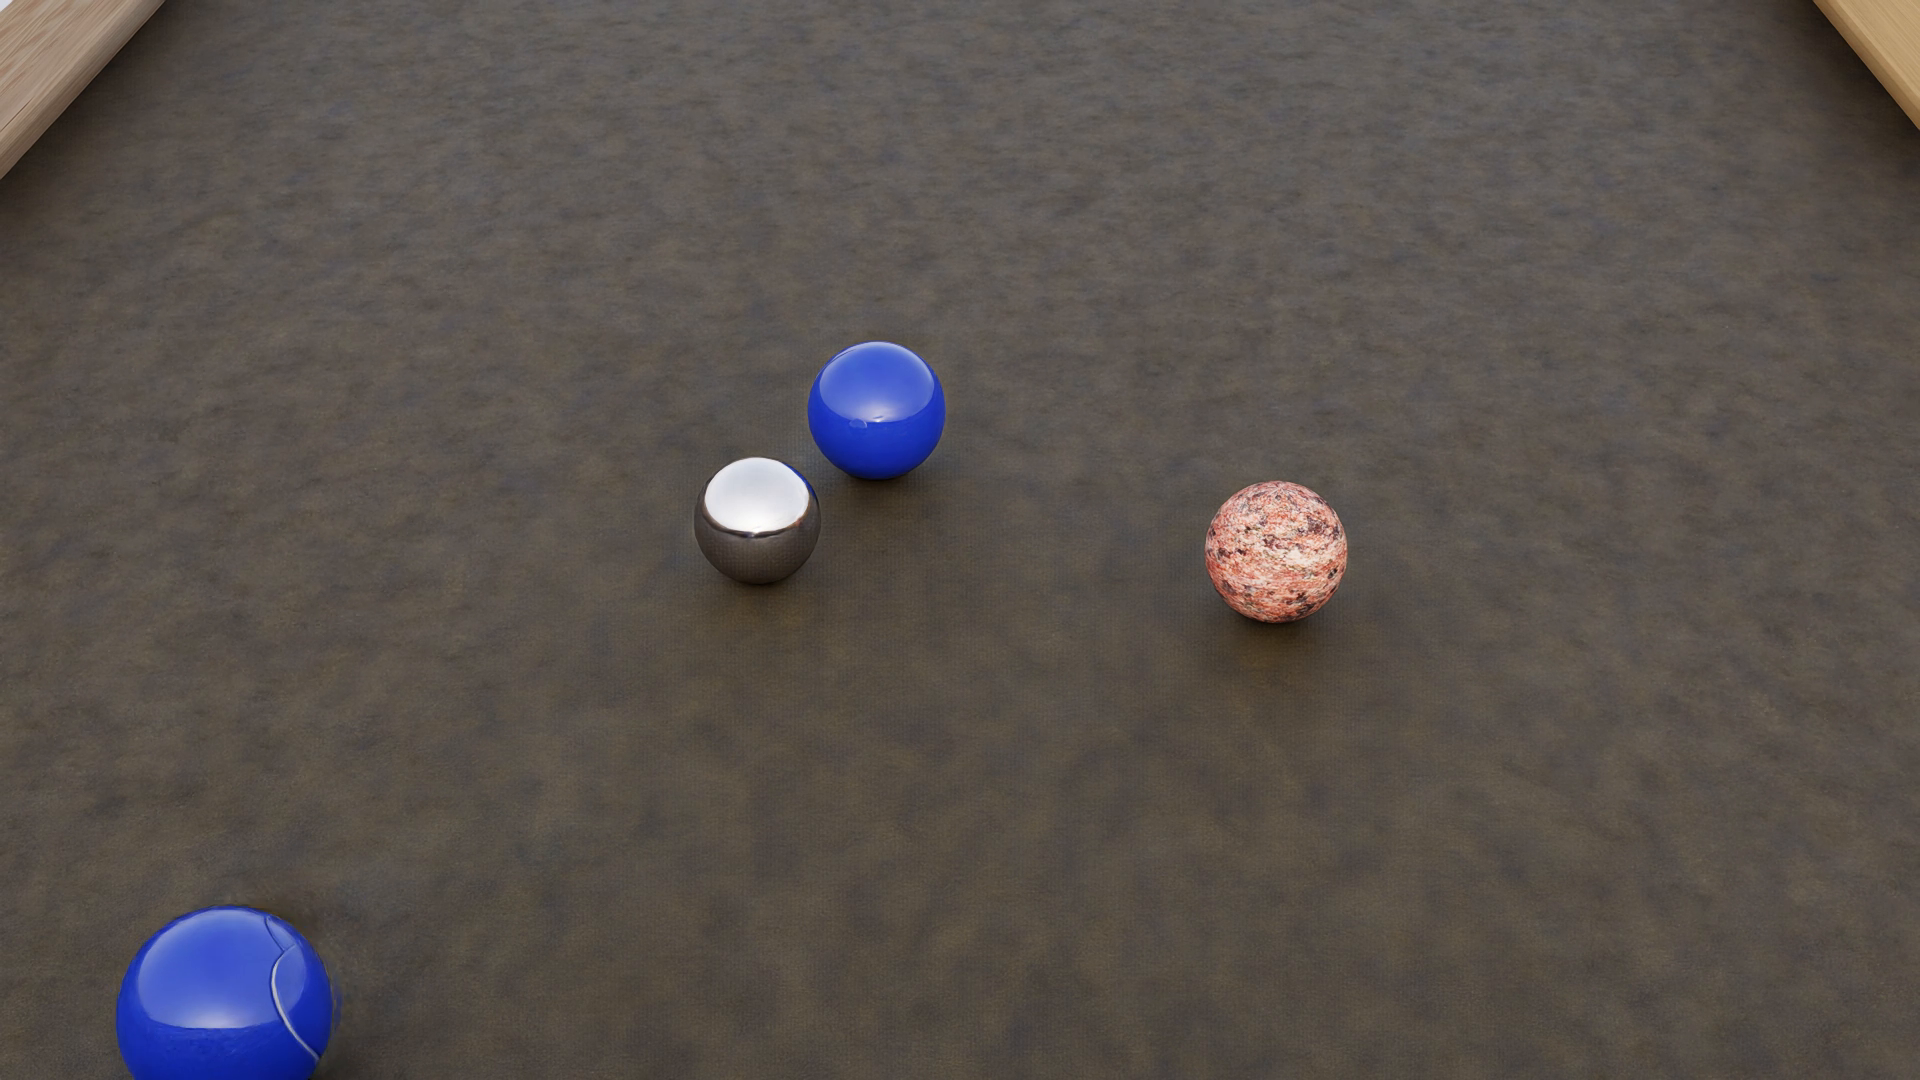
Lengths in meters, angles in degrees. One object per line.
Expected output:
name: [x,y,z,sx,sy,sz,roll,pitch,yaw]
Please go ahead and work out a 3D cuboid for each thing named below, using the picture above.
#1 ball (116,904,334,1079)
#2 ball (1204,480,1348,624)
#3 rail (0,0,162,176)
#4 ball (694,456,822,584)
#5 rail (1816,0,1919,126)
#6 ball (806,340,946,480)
ball: [-0.344,0.221,1.376,0.099,0.099,0.099,0,27,0]
ball: [0.195,0.007,1.811,0.088,0.088,0.088,0,27,0]
rail: [-0.807,-0.369,2.510,0.045,0.129,2.998,1,27,1]
ball: [-0.128,-0.013,1.859,0.081,0.081,0.081,0,27,0]
rail: [0.842,-0.352,2.477,0.045,0.129,2.998,1,27,1]
ball: [-0.056,-0.088,1.993,0.094,0.094,0.094,0,27,0]
